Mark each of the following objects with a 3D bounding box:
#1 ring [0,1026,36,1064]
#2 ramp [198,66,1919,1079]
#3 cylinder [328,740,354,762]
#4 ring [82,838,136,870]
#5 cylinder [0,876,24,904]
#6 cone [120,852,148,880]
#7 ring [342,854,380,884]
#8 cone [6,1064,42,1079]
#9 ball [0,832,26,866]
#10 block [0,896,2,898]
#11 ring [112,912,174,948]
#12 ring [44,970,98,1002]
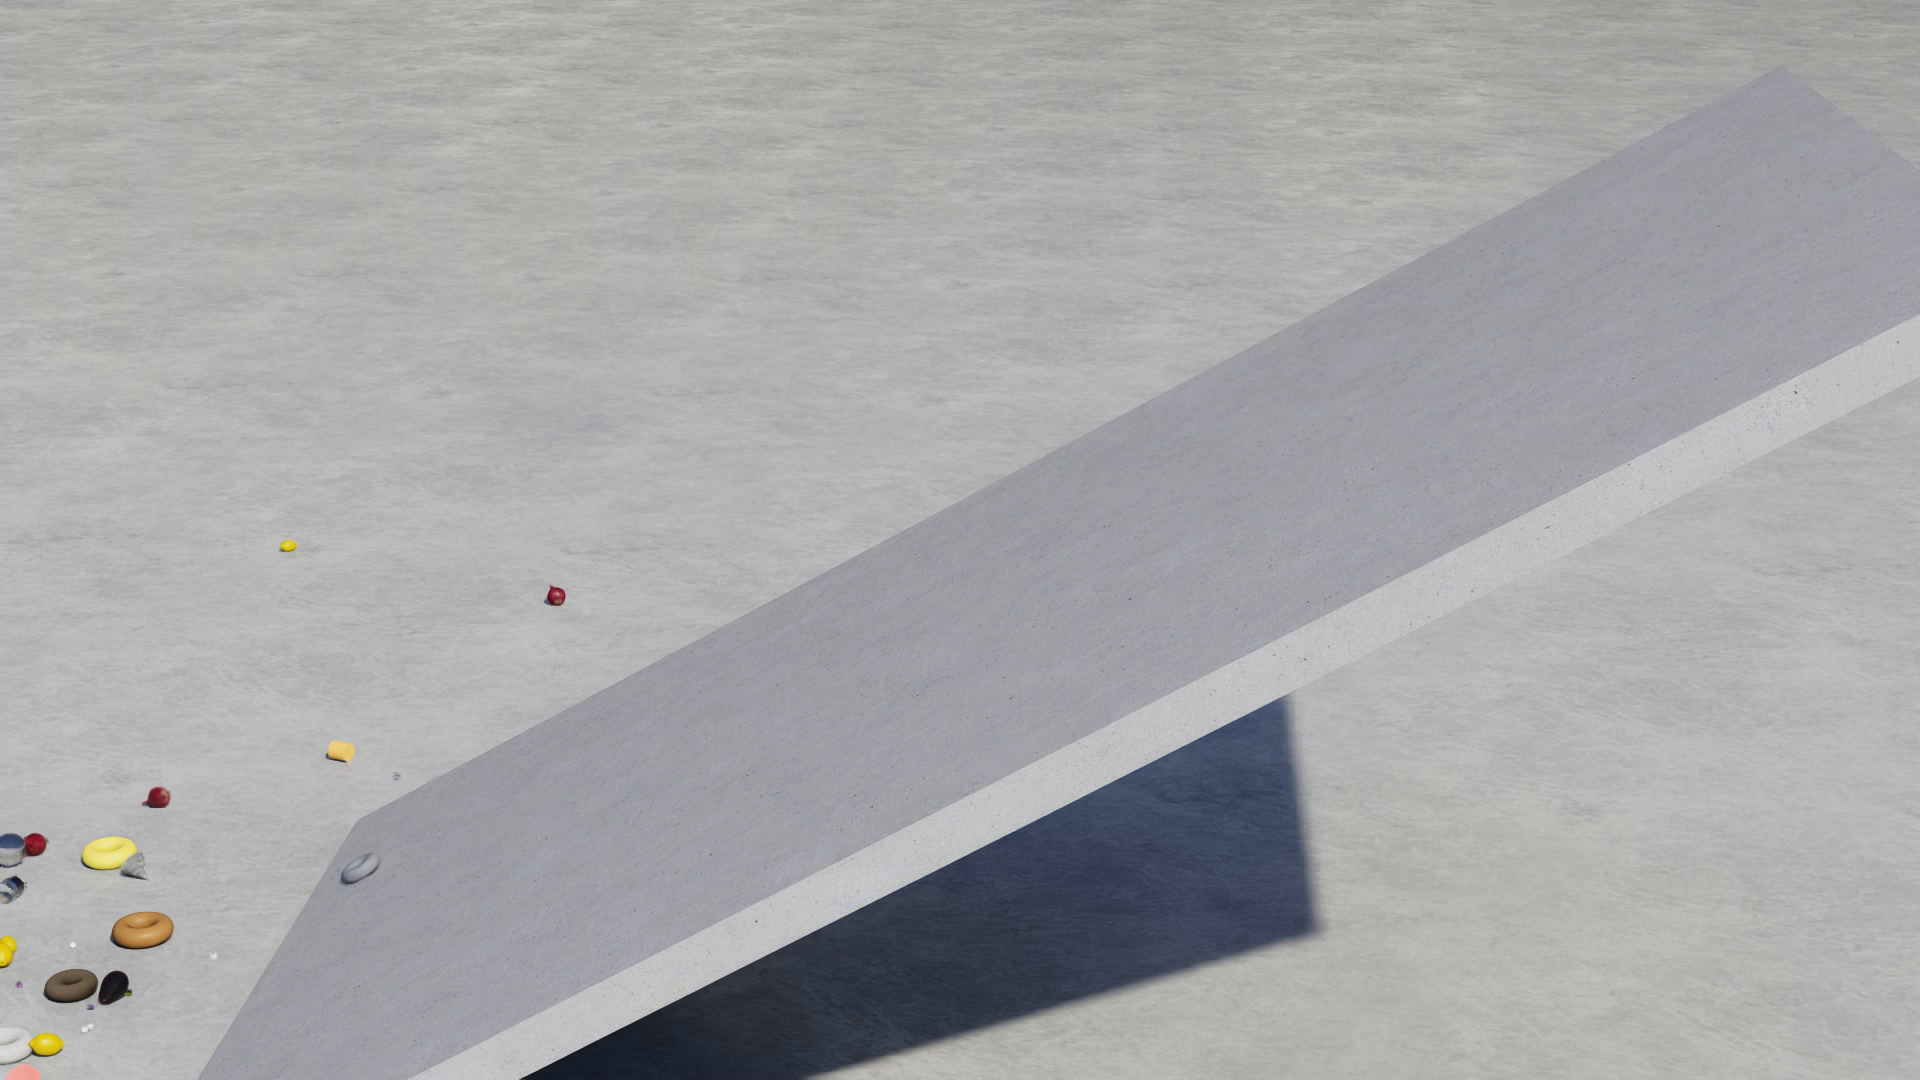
[{"bbox_3d":[-2.142,1.134,6.595,0.131,0.044,0.131,1,19,0],"label":"ring"},{"bbox_3d":[0.142,0.168,6.284,4.000,0.100,2.000,-28,15,12],"label":"ramp"},{"bbox_3d":[-1.730,0.590,8.226,0.052,0.052,0.052,8,20,23],"label":"cylinder"},{"bbox_3d":[-2.193,0.807,7.581,0.138,0.046,0.138,0,20,0],"label":"ring"},{"bbox_3d":[-2.380,0.875,7.361,0.054,0.054,0.054,5,19,14],"label":"cylinder"},{"bbox_3d":[-2.086,0.845,7.487,0.071,0.071,0.071,39,34,21],"label":"cone"},{"bbox_3d":[-1.447,0.793,7.096,0.103,0.034,0.103,-28,15,8],"label":"ring"},{"bbox_3d":[-2.052,1.188,6.443,0.077,0.077,0.077,-6,-7,-18],"label":"cone"},{"bbox_3d":[-2.441,0.795,7.555,0.084,0.084,0.084,0,18,0],"label":"ball"},{"bbox_3d":[-2.447,0.871,7.361,0.061,0.061,0.061,11,21,30],"label":"block"},{"bbox_3d":[-1.987,0.948,7.150,0.146,0.049,0.146,0,17,0],"label":"ring"},{"bbox_3d":[-2.078,1.042,6.878,0.121,0.040,0.121,-1,19,0],"label":"ring"}]
